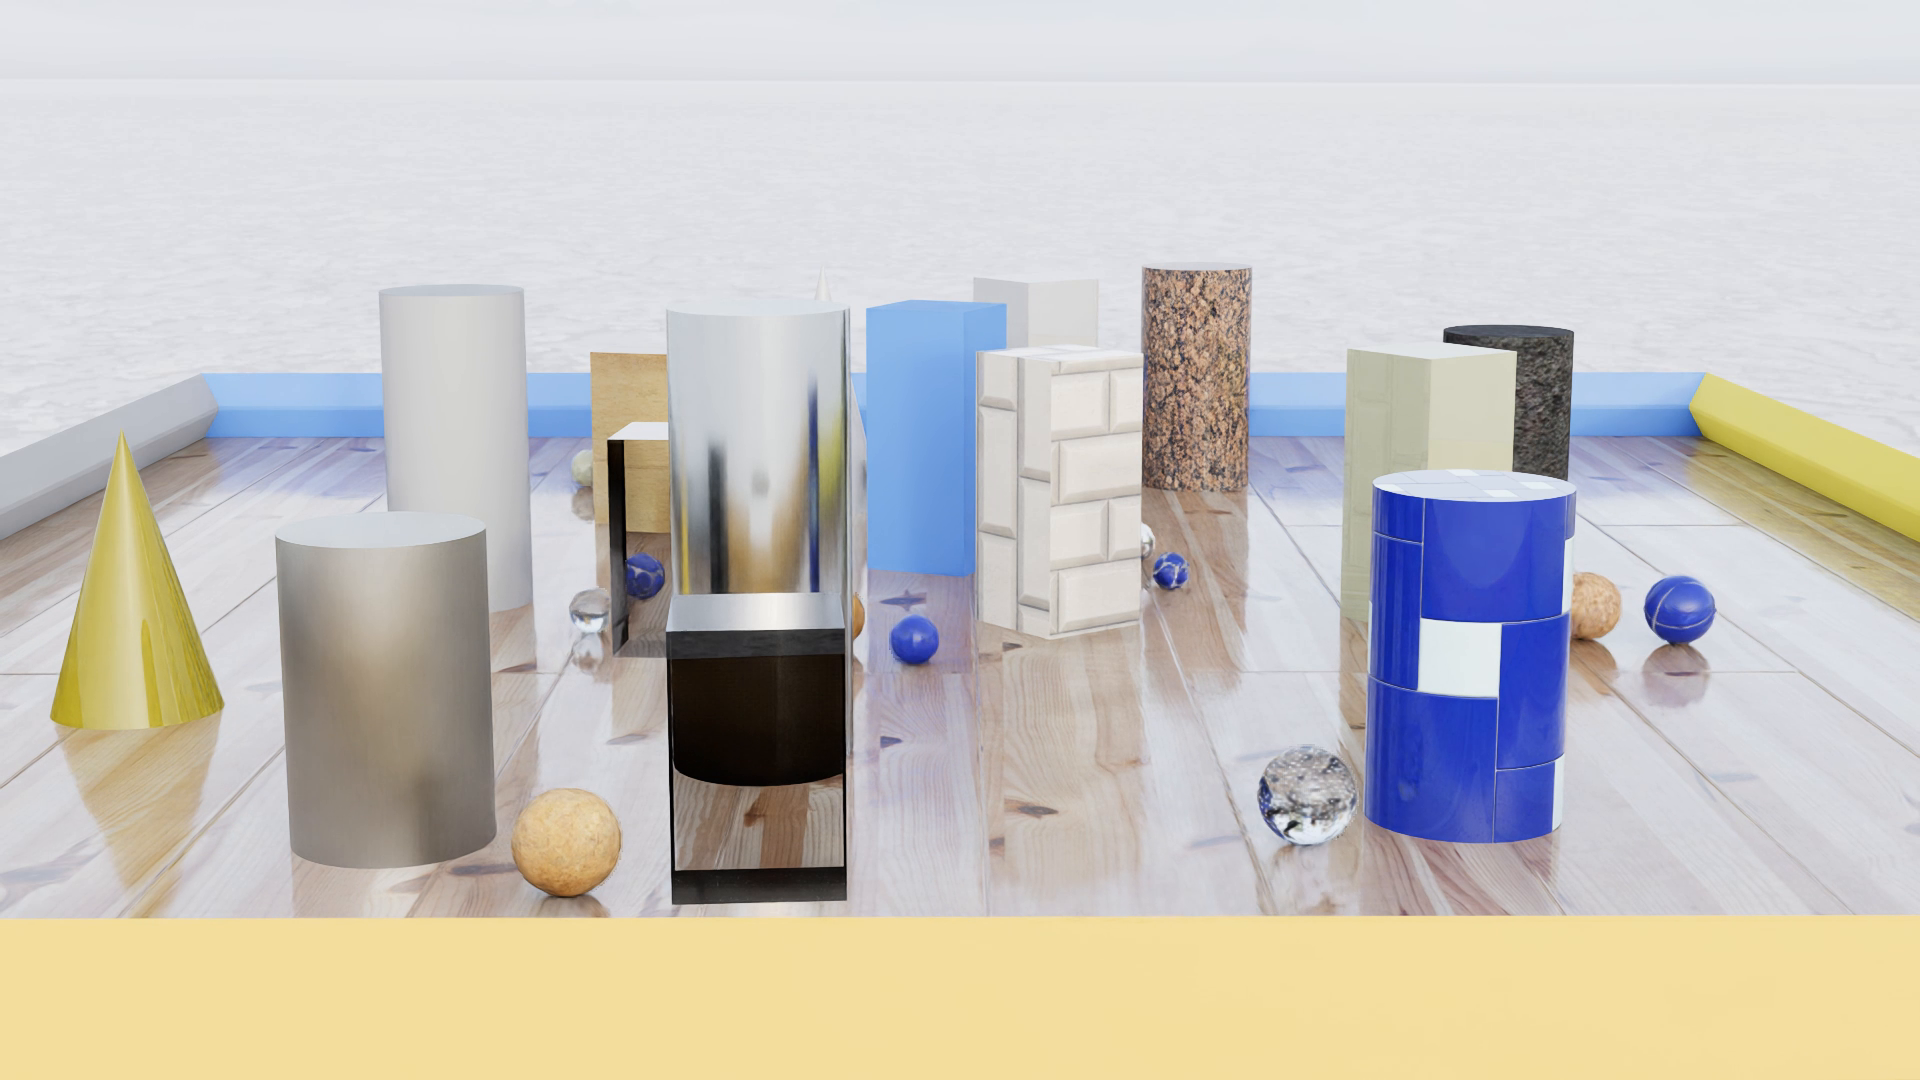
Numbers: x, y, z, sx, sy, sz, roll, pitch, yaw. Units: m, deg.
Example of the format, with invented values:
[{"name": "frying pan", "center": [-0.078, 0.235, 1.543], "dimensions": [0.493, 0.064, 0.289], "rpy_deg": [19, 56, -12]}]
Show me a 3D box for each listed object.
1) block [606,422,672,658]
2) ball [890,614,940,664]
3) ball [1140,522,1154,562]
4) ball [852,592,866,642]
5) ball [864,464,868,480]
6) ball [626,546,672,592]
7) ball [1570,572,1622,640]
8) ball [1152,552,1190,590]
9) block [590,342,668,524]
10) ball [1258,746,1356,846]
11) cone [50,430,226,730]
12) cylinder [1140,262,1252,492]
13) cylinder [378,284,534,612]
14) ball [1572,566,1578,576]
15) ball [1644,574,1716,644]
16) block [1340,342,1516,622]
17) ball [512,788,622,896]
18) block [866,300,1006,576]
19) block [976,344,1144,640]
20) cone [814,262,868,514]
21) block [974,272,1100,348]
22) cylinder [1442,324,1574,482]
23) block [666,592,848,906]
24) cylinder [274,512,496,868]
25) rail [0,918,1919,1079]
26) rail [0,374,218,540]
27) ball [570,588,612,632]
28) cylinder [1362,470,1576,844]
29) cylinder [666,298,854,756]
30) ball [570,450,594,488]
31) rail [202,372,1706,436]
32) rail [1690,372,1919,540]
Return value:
[{"name": "block", "center": [-0.349, -0.002, 3.231], "dimensions": [0.154, 0.273, 0.154], "rpy_deg": [1, 11, 4]}, {"name": "ball", "center": [-0.055, 0.122, 3.147], "dimensions": [0.061, 0.061, 0.061], "rpy_deg": [0, 11, 0]}, {"name": "ball", "center": [0.256, 0.003, 3.784], "dimensions": [0.062, 0.062, 0.062], "rpy_deg": [0, 11, 0]}, {"name": "ball", "center": [-0.158, 0.097, 3.237], "dimensions": [0.076, 0.076, 0.076], "rpy_deg": [0, 11, 0]}, {"name": "ball", "center": [-0.116, -0.115, 4.209], "dimensions": [0.081, 0.081, 0.081], "rpy_deg": [0, 11, 0]}, {"name": "ball", "center": [-0.433, 0.040, 3.581], "dimensions": [0.064, 0.064, 0.064], "rpy_deg": [0, 11, 0]}, {"name": "ball", "center": [0.802, 0.084, 3.279], "dimensions": [0.086, 0.086, 0.086], "rpy_deg": [0, 11, 0]}, {"name": "ball", "center": [0.296, 0.043, 3.592], "dimensions": [0.053, 0.053, 0.053], "rpy_deg": [0, 11, 0]}, {"name": "block", "center": [-0.493, -0.173, 4.144], "dimensions": [0.154, 0.275, 0.154], "rpy_deg": [3, 11, 14]}, {"name": "ball", "center": [0.327, 0.241, 2.418], "dimensions": [0.093, 0.093, 0.093], "rpy_deg": [0, 11, 0]}, {"name": "cone", "center": [-0.939, 0.033, 2.903], "dimensions": [0.192, 0.324, 0.192], "rpy_deg": [0, 11, 0]}, {"name": "cylinder", "center": [0.410, -0.287, 4.474], "dimensions": [0.192, 0.380, 0.192], "rpy_deg": [0, 11, 0]}, {"name": "cylinder", "center": [-0.683, -0.126, 3.484], "dimensions": [0.192, 0.426, 0.192], "rpy_deg": [0, 11, 0]}, {"name": "ball", "center": [0.784, 0.056, 3.428], "dimensions": [0.087, 0.087, 0.087], "rpy_deg": [0, 11, 0]}, {"name": "ball", "center": [0.913, 0.088, 3.255], "dimensions": [0.089, 0.089, 0.089], "rpy_deg": [0, 11, 0]}, {"name": "block", "center": [0.614, -0.072, 3.374], "dimensions": [0.154, 0.358, 0.154], "rpy_deg": [-7, 13, -34]}, {"name": "ball", "center": [-0.348, 0.267, 2.270], "dimensions": [0.096, 0.096, 0.096], "rpy_deg": [0, 11, 0]}, {"name": "block", "center": [-0.033, -0.152, 3.748], "dimensions": [0.154, 0.380, 0.154], "rpy_deg": [5, 12, 24]}, {"name": "block", "center": [0.129, -0.068, 3.356], "dimensions": [0.154, 0.357, 0.154], "rpy_deg": [-8, 13, -37]}, {"name": "cone", "center": [-0.225, -0.257, 4.237], "dimensions": [0.192, 0.407, 0.192], "rpy_deg": [0, 11, 0]}, {"name": "block", "center": [0.131, -0.273, 4.442], "dimensions": [0.154, 0.363, 0.154], "rpy_deg": [-8, 13, -36]}, {"name": "cylinder", "center": [0.821, -0.150, 3.871], "dimensions": [0.192, 0.331, 0.192], "rpy_deg": [0, 11, 0]}, {"name": "block", "center": [-0.182, 0.184, 2.307], "dimensions": [0.154, 0.246, 0.154], "rpy_deg": [-1, 11, -4]}, {"name": "cylinder", "center": [-0.539, 0.137, 2.416], "dimensions": [0.192, 0.299, 0.192], "rpy_deg": [0, 11, 0]}, {"name": "rail", "center": [0.009, 0.327, 1.862], "dimensions": [2.965, 0.125, 0.045], "rpy_deg": [0, 11, 0]}, {"name": "rail", "center": [-1.459, 0.034, 3.441], "dimensions": [0.045, 0.125, 3.277], "rpy_deg": [0, 11, 0]}, {"name": "ball", "center": [-0.477, 0.091, 3.319], "dimensions": [0.058, 0.058, 0.058], "rpy_deg": [0, 11, 0]}, {"name": "cylinder", "center": [0.493, 0.108, 2.490], "dimensions": [0.192, 0.328, 0.192], "rpy_deg": [0, 11, 0]}, {"name": "cylinder", "center": [-0.211, -0.010, 2.721], "dimensions": [0.192, 0.475, 0.192], "rpy_deg": [0, 11, 0]}, {"name": "ball", "center": [-0.644, -0.125, 4.460], "dimensions": [0.066, 0.066, 0.066], "rpy_deg": [0, 11, 0]}, {"name": "rail", "center": [-0.009, -0.263, 5.037], "dimensions": [2.965, 0.125, 0.045], "rpy_deg": [0, 11, 0]}, {"name": "rail", "center": [1.459, 0.031, 3.457], "dimensions": [0.045, 0.125, 3.277], "rpy_deg": [0, 11, 0]}]
